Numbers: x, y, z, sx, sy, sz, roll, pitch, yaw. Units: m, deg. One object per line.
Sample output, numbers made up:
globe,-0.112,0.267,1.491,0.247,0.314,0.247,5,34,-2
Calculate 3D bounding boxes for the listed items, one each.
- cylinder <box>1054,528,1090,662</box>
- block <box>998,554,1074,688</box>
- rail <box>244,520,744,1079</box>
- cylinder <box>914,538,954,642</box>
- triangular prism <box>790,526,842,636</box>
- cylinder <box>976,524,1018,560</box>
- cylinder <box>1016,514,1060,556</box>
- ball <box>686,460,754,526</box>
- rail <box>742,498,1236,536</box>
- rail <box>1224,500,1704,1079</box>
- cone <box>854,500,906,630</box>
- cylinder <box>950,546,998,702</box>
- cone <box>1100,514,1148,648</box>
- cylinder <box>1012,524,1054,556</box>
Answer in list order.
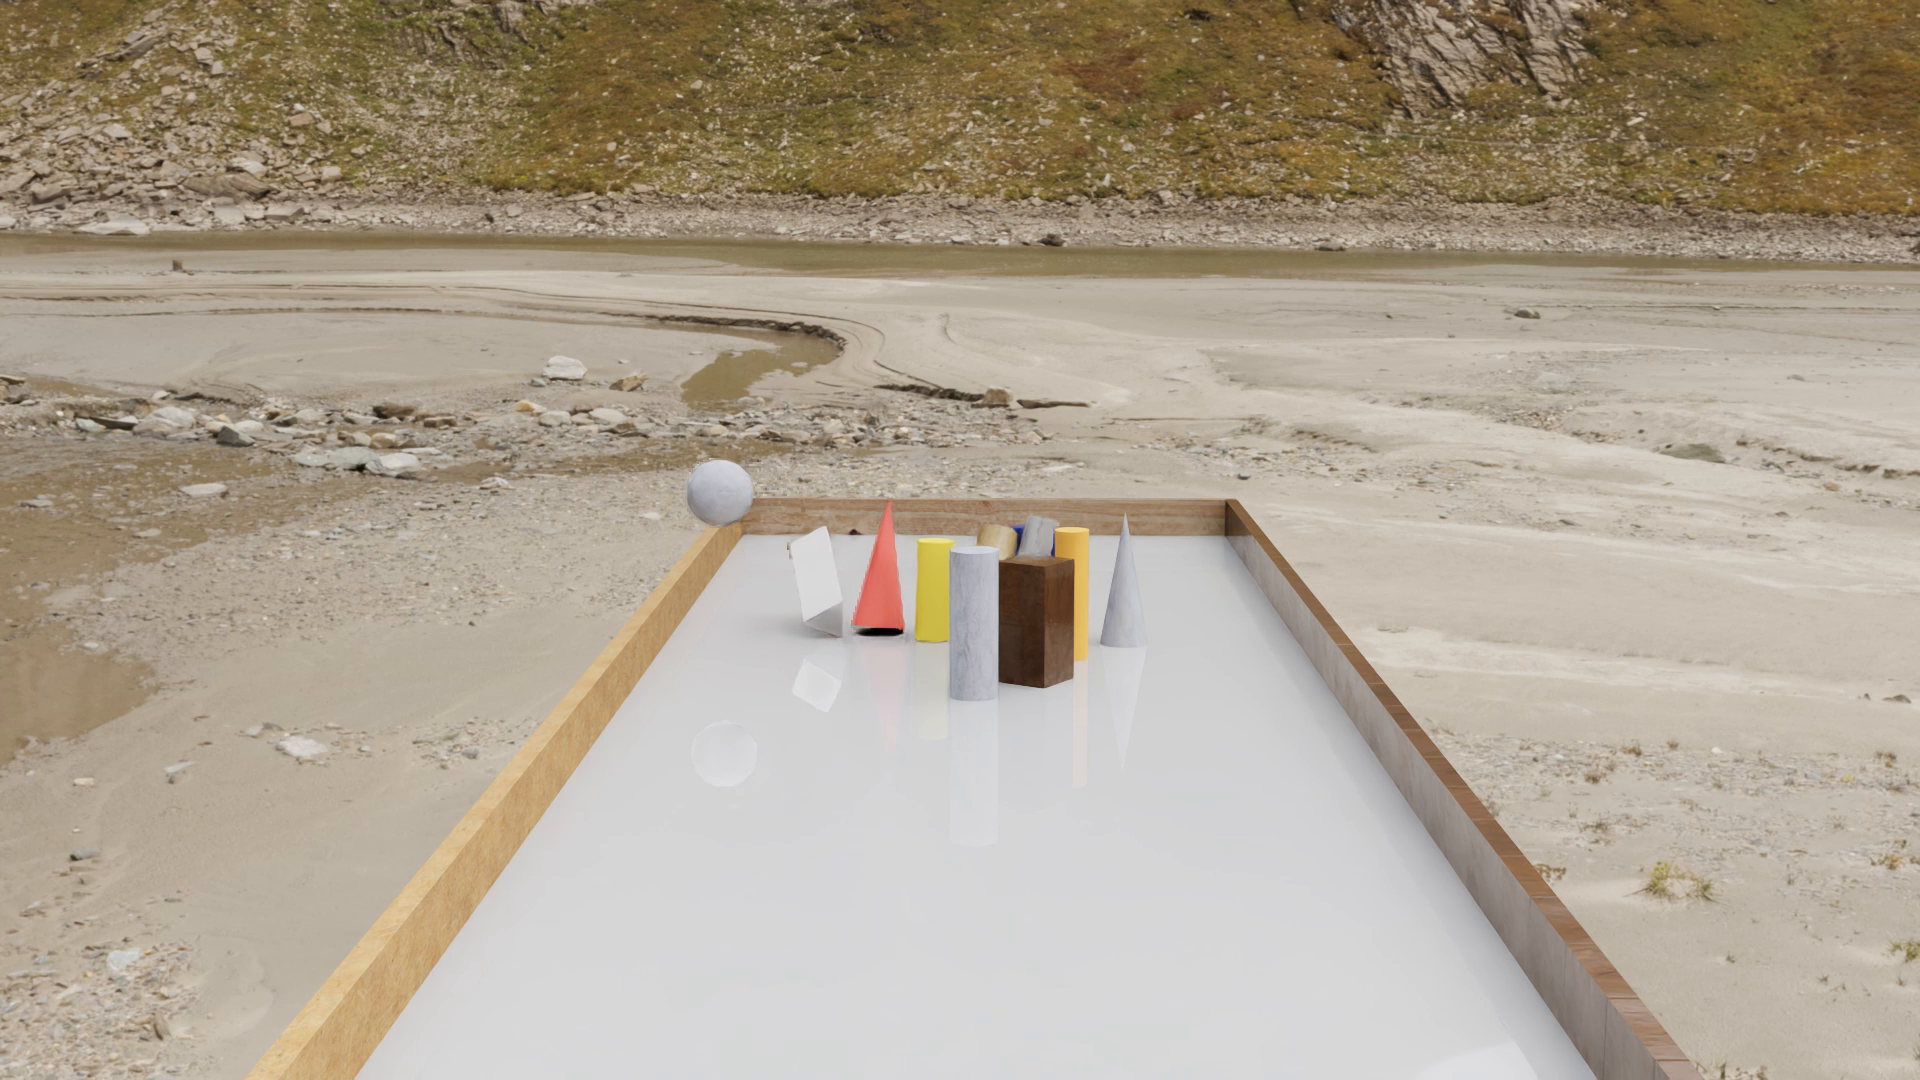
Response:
cylinder,0.340,0.165,6.702,0.104,0.397,0.104,0,9,0
block,0.219,0.234,6.400,0.165,0.355,0.165,6,11,33
rail,-1.004,0.839,3.234,0.050,0.150,12.000,0,9,1
cylinder,-0.081,0.158,6.993,0.116,0.313,0.116,2,7,0
triangular prism,-0.441,0.120,7.145,0.141,0.122,0.414,22,29,-25
cylinder,0.090,0.159,6.725,0.123,0.397,0.123,8,-23,3
cylinder,0.200,0.137,6.782,0.100,0.418,0.100,16,-4,1
ball,-0.784,-0.153,7.179,0.219,0.219,0.219,0,9,0
rail,0.099,-0.098,9.147,2.100,0.150,0.050,0,9,1
rail,1.046,0.843,3.208,0.050,0.150,12.000,0,9,1
cone,-0.245,0.071,7.126,0.170,0.424,0.170,5,-1,0
cylinder,0.040,0.234,6.190,0.138,0.420,0.138,0,9,0
cone,0.518,0.117,6.920,0.151,0.422,0.151,0,9,0
cylinder,0.236,0.140,6.944,0.160,0.361,0.160,2,6,0
